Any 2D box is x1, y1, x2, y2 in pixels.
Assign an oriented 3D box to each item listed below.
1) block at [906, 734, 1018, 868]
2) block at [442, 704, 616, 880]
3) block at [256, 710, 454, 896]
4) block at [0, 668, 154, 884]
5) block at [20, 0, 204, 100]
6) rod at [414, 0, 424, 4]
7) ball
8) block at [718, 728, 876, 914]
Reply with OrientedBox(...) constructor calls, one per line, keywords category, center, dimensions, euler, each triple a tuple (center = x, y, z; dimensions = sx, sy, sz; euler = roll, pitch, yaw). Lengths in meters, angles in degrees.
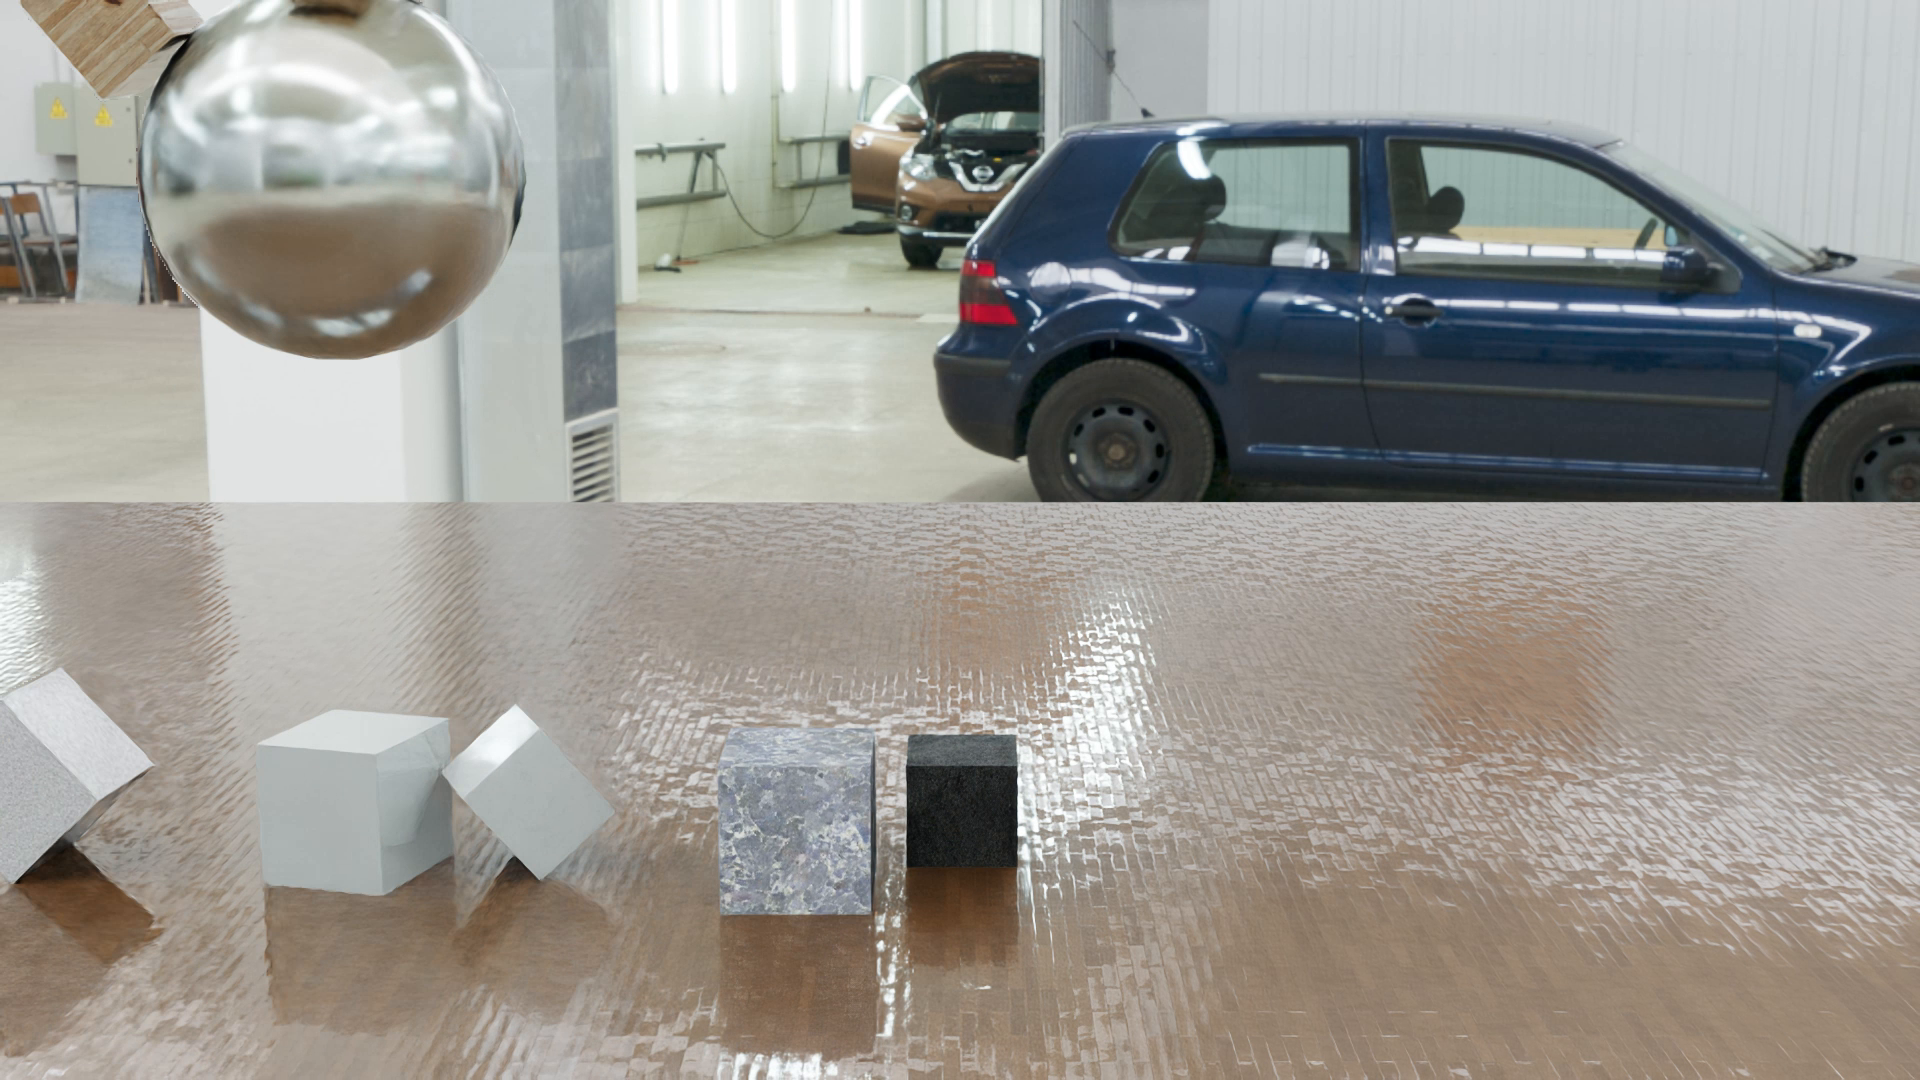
OrientedBox(category="block", center=(0.009, 1.187, 11.730), dimensions=(0.498, 0.469, 0.554), euler=(0, 10, 0))
OrientedBox(category="block", center=(-1.930, 1.123, 11.453), dimensions=(0.446, 0.529, 0.476), euler=(-43, 22, -10))
OrientedBox(category="block", center=(-2.683, 1.159, 11.420), dimensions=(0.586, 0.635, 0.648), euler=(3, 11, 17))
OrientedBox(category="block", center=(-4.128, 1.046, 11.474), dimensions=(0.573, 0.609, 0.596), euler=(-42, 4, 11))
OrientedBox(category="block", center=(-3.528, -2.192, 10.756), dimensions=(0.413, 0.501, 0.506), euler=(-38, 10, 9))
OrientedBox(category="rod", center=(-1.150, -4.564, 10.351), dimensions=(0.080, 5.200, 0.080), euler=(26, 9, -5))
OrientedBox(category="ball", center=(-2.654, -1.564, 10.896), dimensions=(1.600, 1.600, 1.600), euler=(0, 10, 0))
OrientedBox(category="block", center=(-0.696, 1.209, 11.113), dimensions=(0.640, 0.646, 0.646), euler=(0, 10, 0))
